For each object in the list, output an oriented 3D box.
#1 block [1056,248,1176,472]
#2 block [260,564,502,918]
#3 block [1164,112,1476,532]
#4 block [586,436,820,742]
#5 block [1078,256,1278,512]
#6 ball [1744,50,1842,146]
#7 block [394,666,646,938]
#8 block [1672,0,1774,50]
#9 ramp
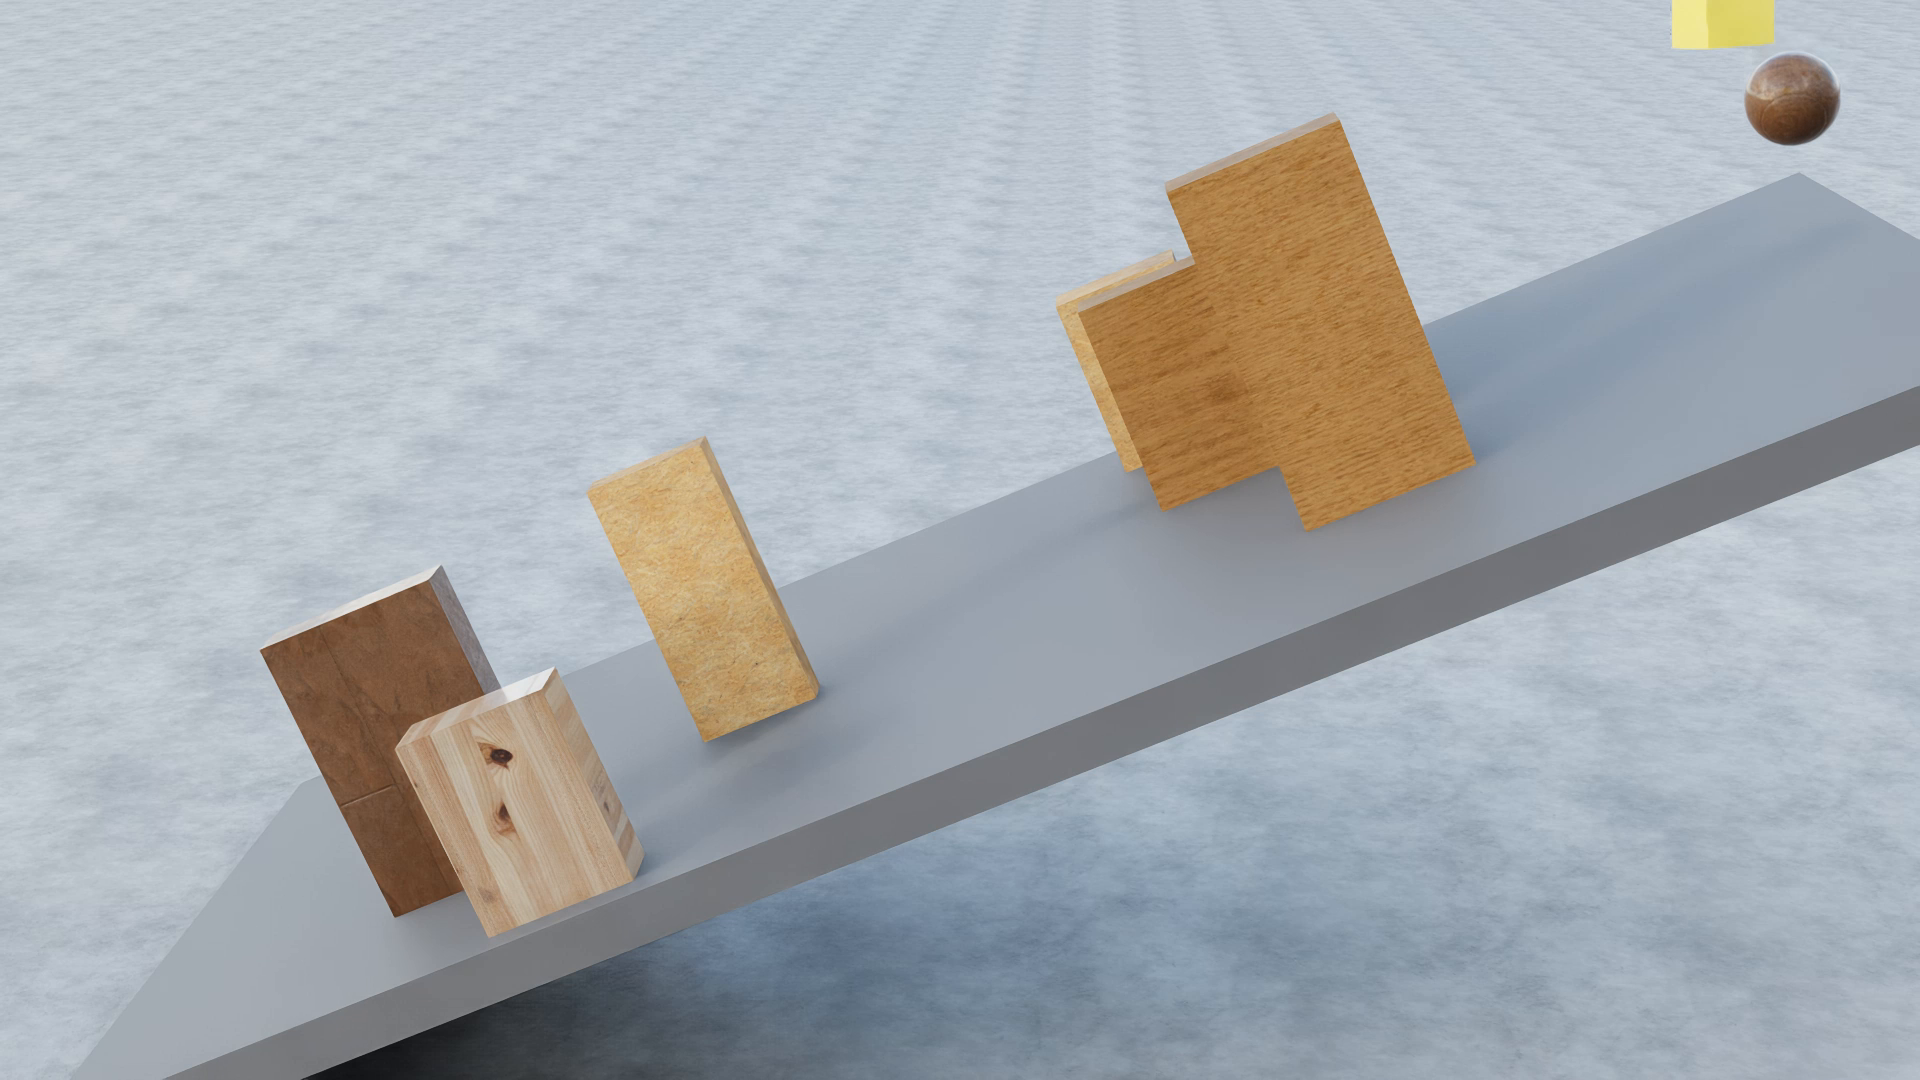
[{"bbox_3d":[0.446,-0.424,6.943,0.295,0.429,0.145,-22,13,8],"label":"block"},{"bbox_3d":[-1.087,0.405,5.897,0.374,0.611,0.117,-22,13,8],"label":"block"},{"bbox_3d":[0.707,-0.426,5.774,0.357,0.730,0.142,-22,13,8],"label":"block"},{"bbox_3d":[-0.536,0.105,6.179,0.260,0.590,0.089,-22,13,8],"label":"block"},{"bbox_3d":[0.528,-0.363,6.424,0.386,0.480,0.126,-22,13,8],"label":"block"},{"bbox_3d":[1.766,-0.938,6.242,0.200,0.200,0.200,0,15,0],"label":"ball"},{"bbox_3d":[-0.823,0.493,5.529,0.303,0.405,0.143,-22,13,8],"label":"block"},{"bbox_3d":[1.481,-1.031,5.710,0.142,0.142,0.142,-7,12,-13],"label":"block"},{"bbox_3d":[0.129,0.171,6.286,4.000,0.100,2.000,-22,13,8],"label":"ramp"}]
